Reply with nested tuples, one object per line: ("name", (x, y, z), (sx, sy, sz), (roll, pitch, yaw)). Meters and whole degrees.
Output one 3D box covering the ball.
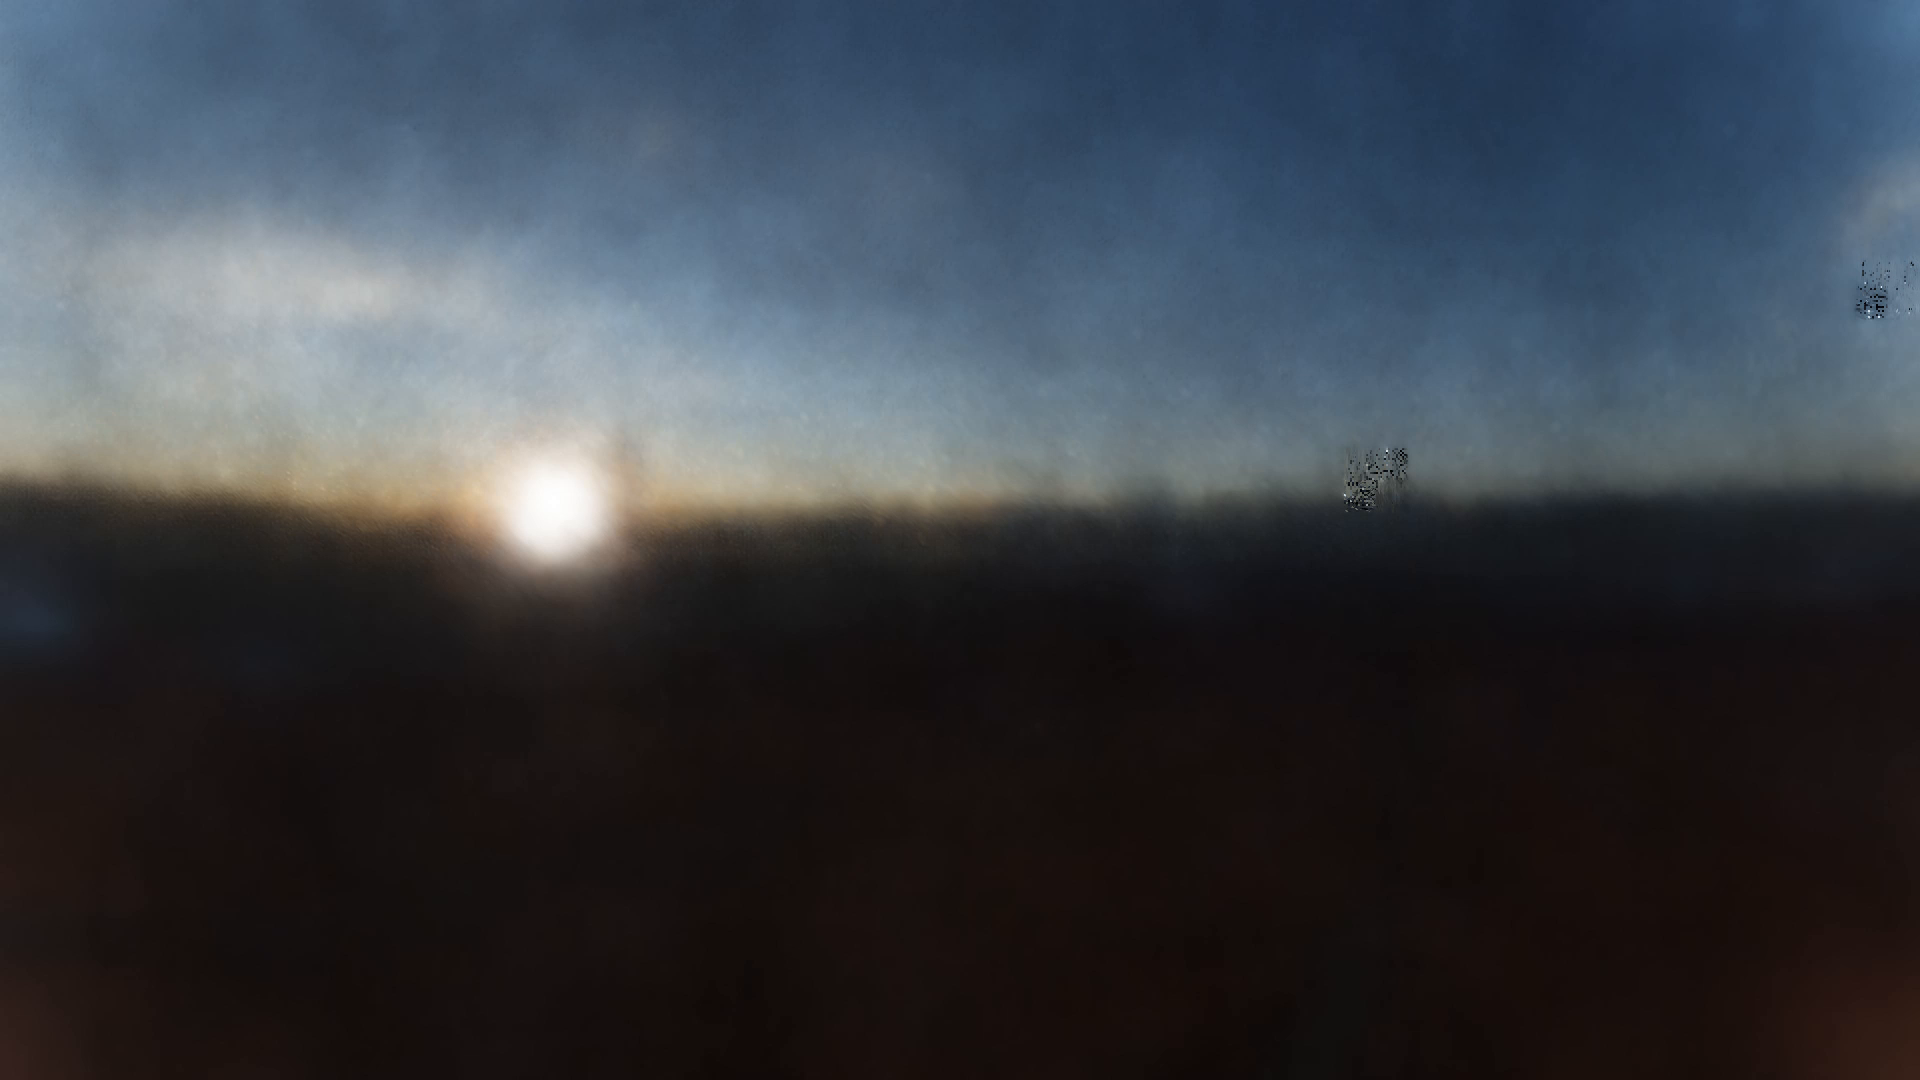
("ball", (0.000, -0.002, 0.056), (0.080, 0.080, 0.080), (0, 4, 0))
